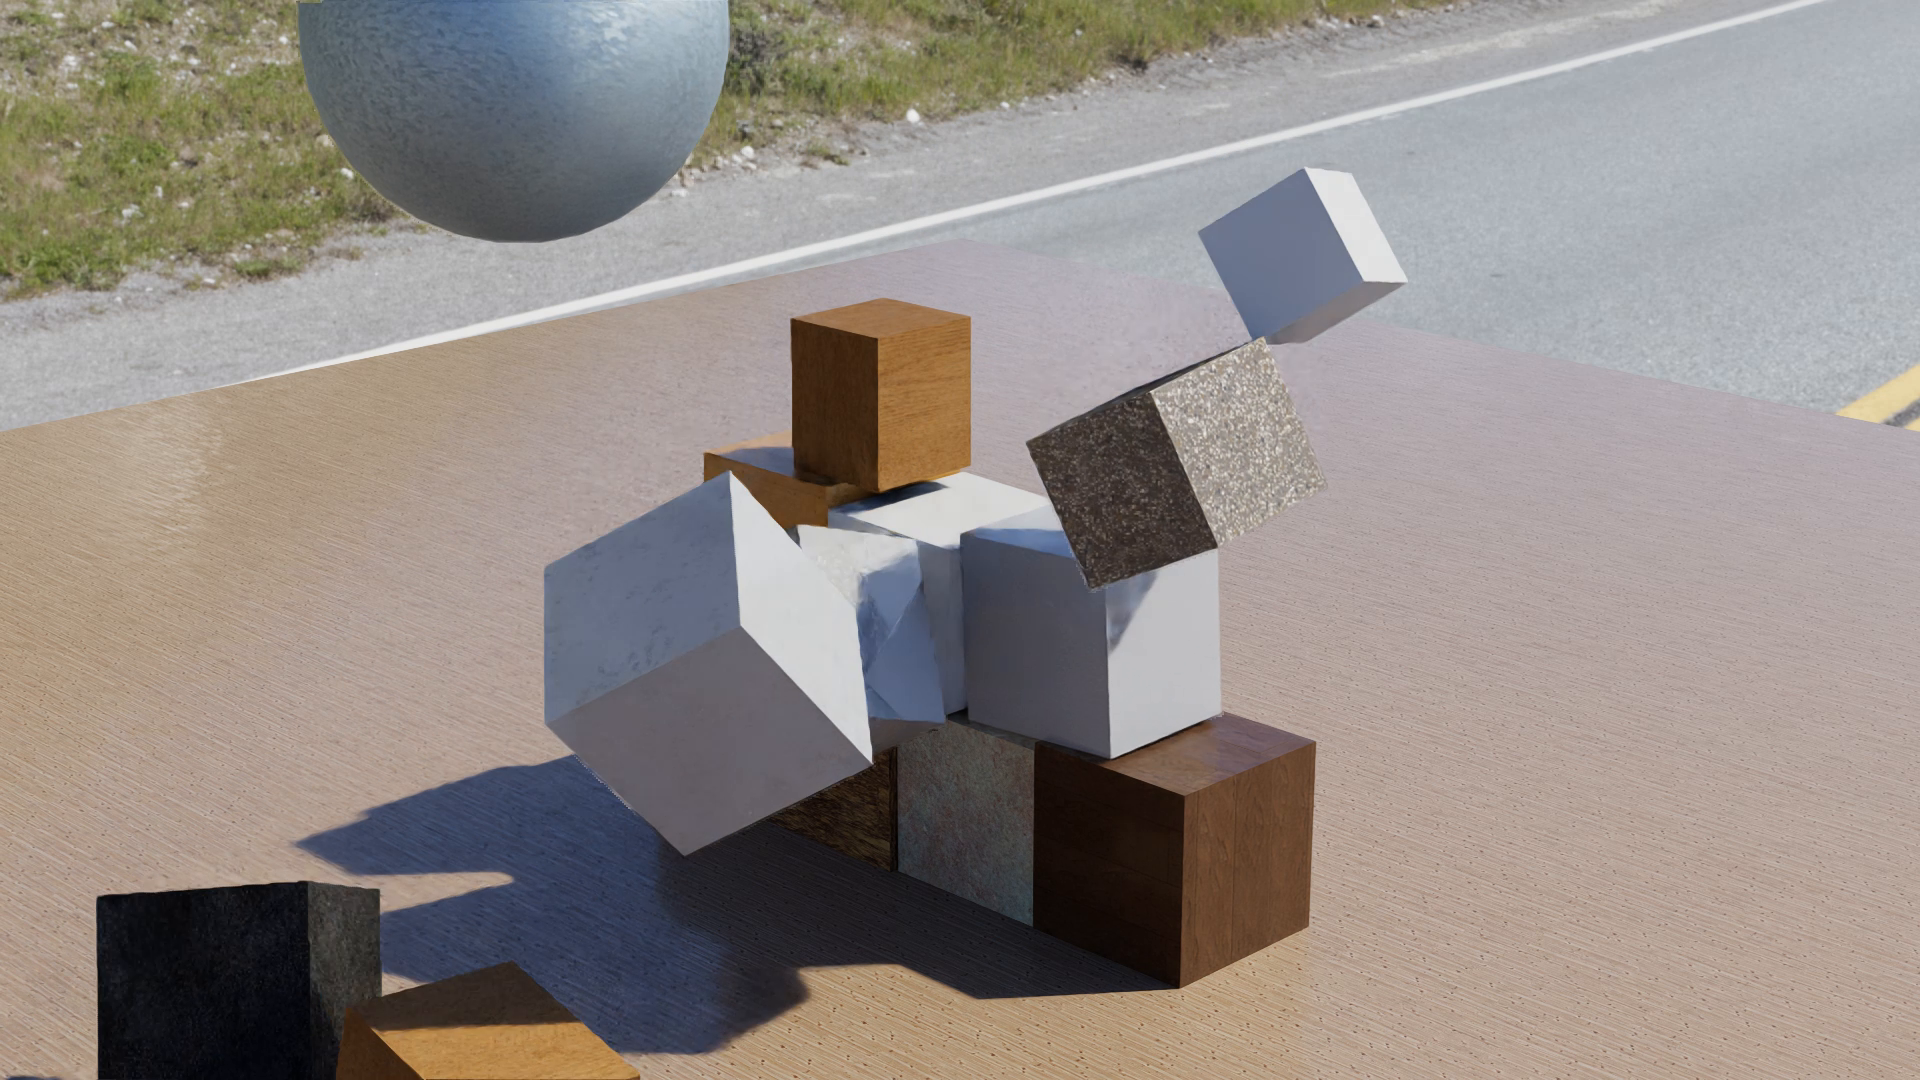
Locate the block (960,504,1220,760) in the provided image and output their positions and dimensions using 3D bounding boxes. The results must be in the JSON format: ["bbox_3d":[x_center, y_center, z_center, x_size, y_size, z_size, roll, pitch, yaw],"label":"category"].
[{"bbox_3d":[0.574,0.366,12.821,0.837,0.856,0.736,13,22,43],"label":"block"}]

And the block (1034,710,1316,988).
[{"bbox_3d":[0.931,1.289,12.782,0.849,0.876,0.870,17,24,42],"label":"block"}]

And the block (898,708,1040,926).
[{"bbox_3d":[0.325,1.124,13.379,0.871,0.832,0.857,-17,24,-42],"label":"block"}]

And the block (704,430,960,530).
[{"bbox_3d":[-0.606,-0.002,13.961,0.853,0.873,0.855,17,24,42],"label":"block"}]

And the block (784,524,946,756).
[{"bbox_3d":[-0.641,0.490,12.539,0.662,0.824,0.829,8,-25,-42],"label":"block"}]

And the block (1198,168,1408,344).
[{"bbox_3d":[1.428,-1.173,12.173,0.526,0.527,0.607,-30,-9,25],"label":"block"}]

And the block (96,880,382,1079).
[{"bbox_3d":[-2.692,1.718,11.004,0.826,0.785,0.692,-5,-10,10],"label":"block"}]

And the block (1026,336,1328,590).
[{"bbox_3d":[0.878,-0.308,11.881,0.730,0.663,0.760,-27,4,-41],"label":"block"}]

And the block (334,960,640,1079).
[{"bbox_3d":[-1.628,2.000,9.868,0.671,0.761,0.740,-10,32,-44],"label":"block"}]

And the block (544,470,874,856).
[{"bbox_3d":[-0.861,0.423,9.953,0.761,0.810,0.751,-27,41,16],"label":"block"}]

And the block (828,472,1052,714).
[{"bbox_3d":[-0.019,0.225,13.413,0.864,0.768,0.783,-17,25,-42],"label":"block"}]

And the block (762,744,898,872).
[{"bbox_3d":[-0.326,0.913,13.973,0.919,0.879,0.932,-17,24,-42],"label":"block"}]

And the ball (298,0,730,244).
[{"bbox_3d":[-1.664,-1.914,10.996,1.600,1.600,1.600,0,17,0],"label":"ball"}]

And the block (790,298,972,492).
[{"bbox_3d":[-0.360,-0.677,13.470,0.565,0.709,0.598,16,24,42],"label":"block"}]
